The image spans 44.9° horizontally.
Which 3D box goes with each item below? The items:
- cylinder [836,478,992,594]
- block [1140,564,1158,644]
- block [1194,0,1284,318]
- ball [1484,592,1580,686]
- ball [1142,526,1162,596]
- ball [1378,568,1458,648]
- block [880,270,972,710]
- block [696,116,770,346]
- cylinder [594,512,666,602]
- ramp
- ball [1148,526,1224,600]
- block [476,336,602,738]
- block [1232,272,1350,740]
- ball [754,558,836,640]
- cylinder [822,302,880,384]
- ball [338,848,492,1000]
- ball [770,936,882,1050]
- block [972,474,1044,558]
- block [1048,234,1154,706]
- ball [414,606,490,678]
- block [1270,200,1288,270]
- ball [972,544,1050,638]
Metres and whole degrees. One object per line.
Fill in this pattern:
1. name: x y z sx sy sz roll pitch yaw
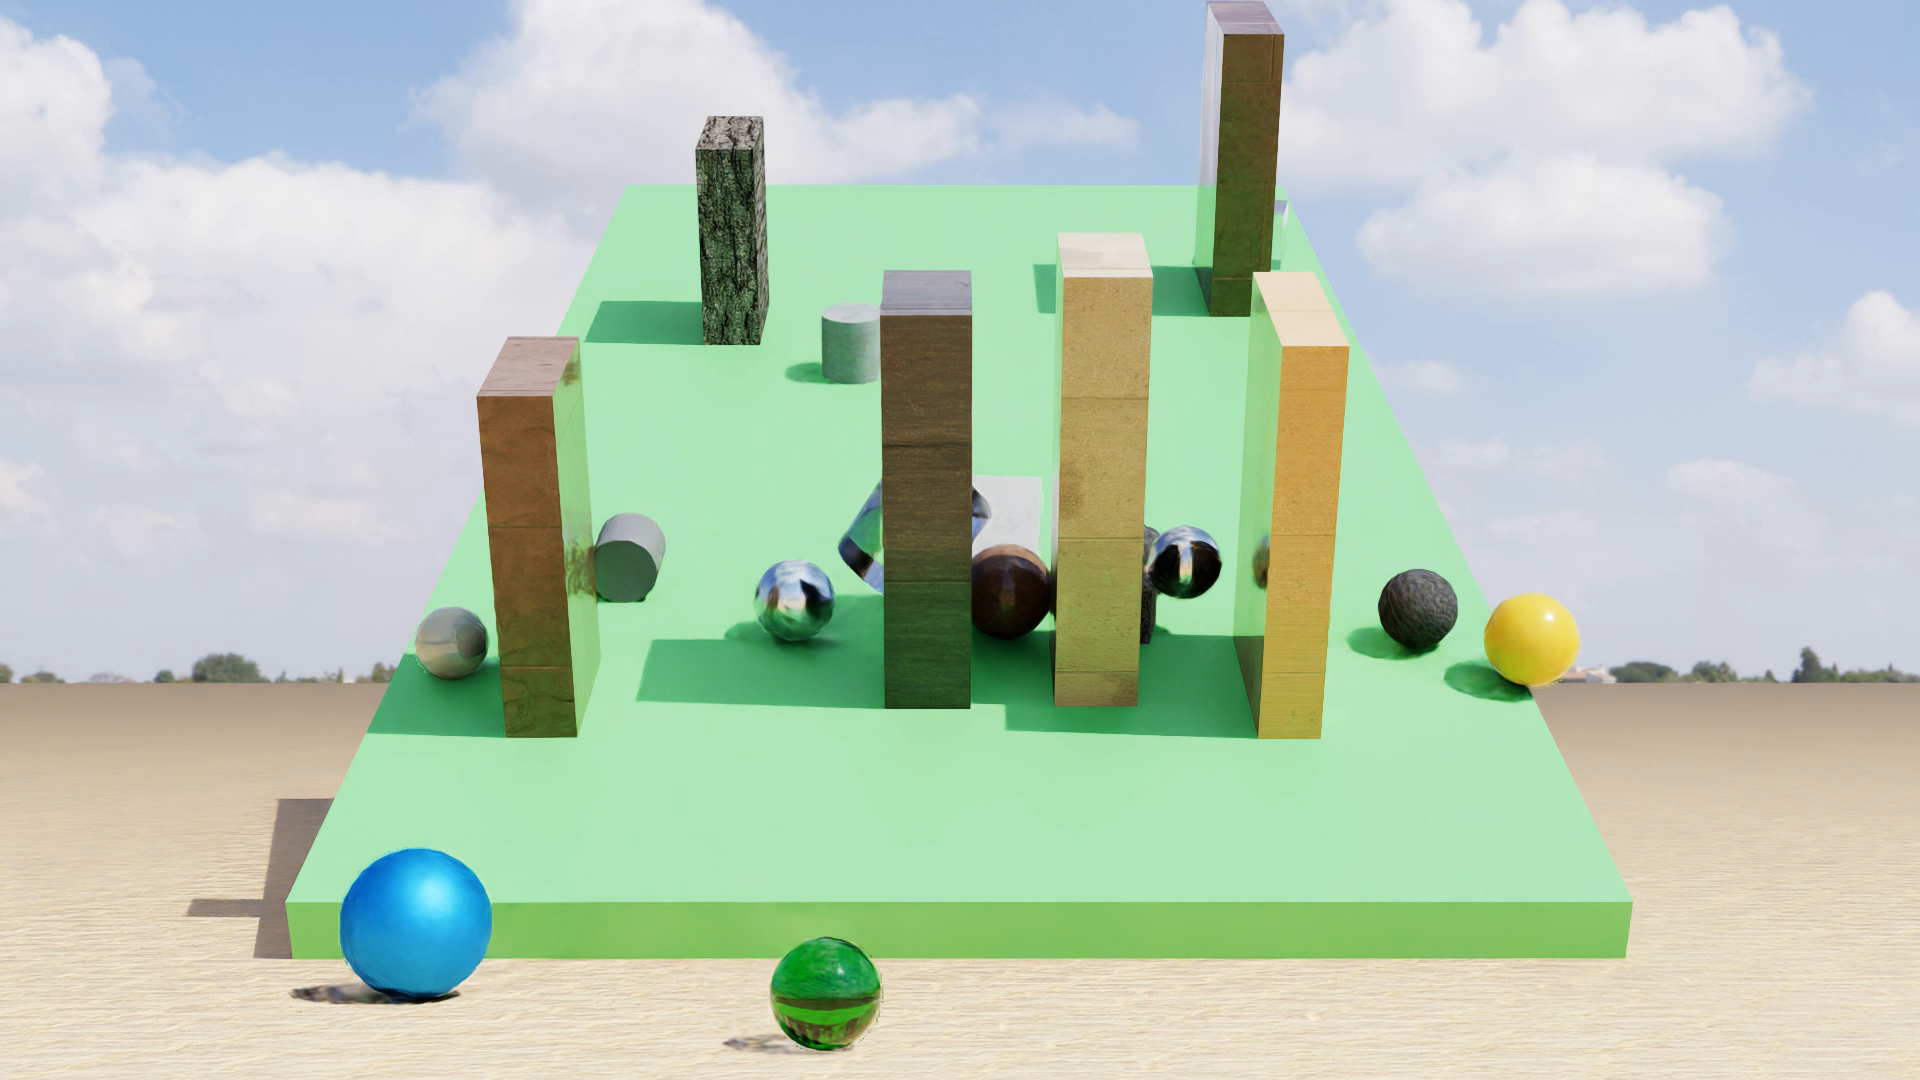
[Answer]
1. cylinder: -0.083 -0.020 4.246 0.207 0.207 0.207 31 17 -11
2. block: 0.302 0.114 4.269 0.109 0.109 0.109 5 24 10
3. block: 0.714 -0.987 5.999 0.148 0.722 0.423 0 24 0
4. ball: 1.000 0.174 4.071 0.164 0.164 0.164 0 -3 0
5. ball: 0.330 0.045 4.376 0.150 0.150 0.150 0 -3 0
6. ball: 0.830 0.123 4.211 0.143 0.143 0.143 0 -3 0
7. block: -0.055 -0.083 3.969 0.148 0.712 0.241 0 24 0
8. block: -0.563 -0.773 5.794 0.139 0.493 0.332 0 24 0
9. cylinder: -0.633 0.033 4.422 0.130 0.130 0.130 0 24 1
10. ramp: -0.008 -0.228 5.298 2.000 0.100 4.000 0 24 0
11. ball: 0.406 0.041 4.194 0.137 0.137 0.137 0 -3 0
12. block: -0.703 -0.006 3.915 0.120 0.612 0.290 0 24 0
13. block: 0.554 -0.062 3.943 0.105 0.697 0.385 0 24 0
14. ball: -0.301 0.108 4.230 0.149 0.149 0.149 0 -3 0
15. cylinder: -0.251 -0.468 5.526 0.153 0.153 0.153 0 24 0
16. ball: -0.715 0.504 3.056 0.197 0.197 0.197 0 -3 0
17. ball: -0.153 0.515 2.640 0.127 0.127 0.127 0 -3 0
18. block: 0.068 -0.020 4.414 0.169 0.169 0.169 2 -12 4
19. block: 0.235 -0.116 3.970 0.143 0.772 0.246 0 24 0
20. ball: -0.894 0.180 4.092 0.129 0.129 0.129 0 -3 0
21. block: 0.813 -0.841 6.375 0.152 0.152 0.152 5 24 11
22. ball: 0.085 0.092 4.239 0.173 0.173 0.173 0 -3 0
